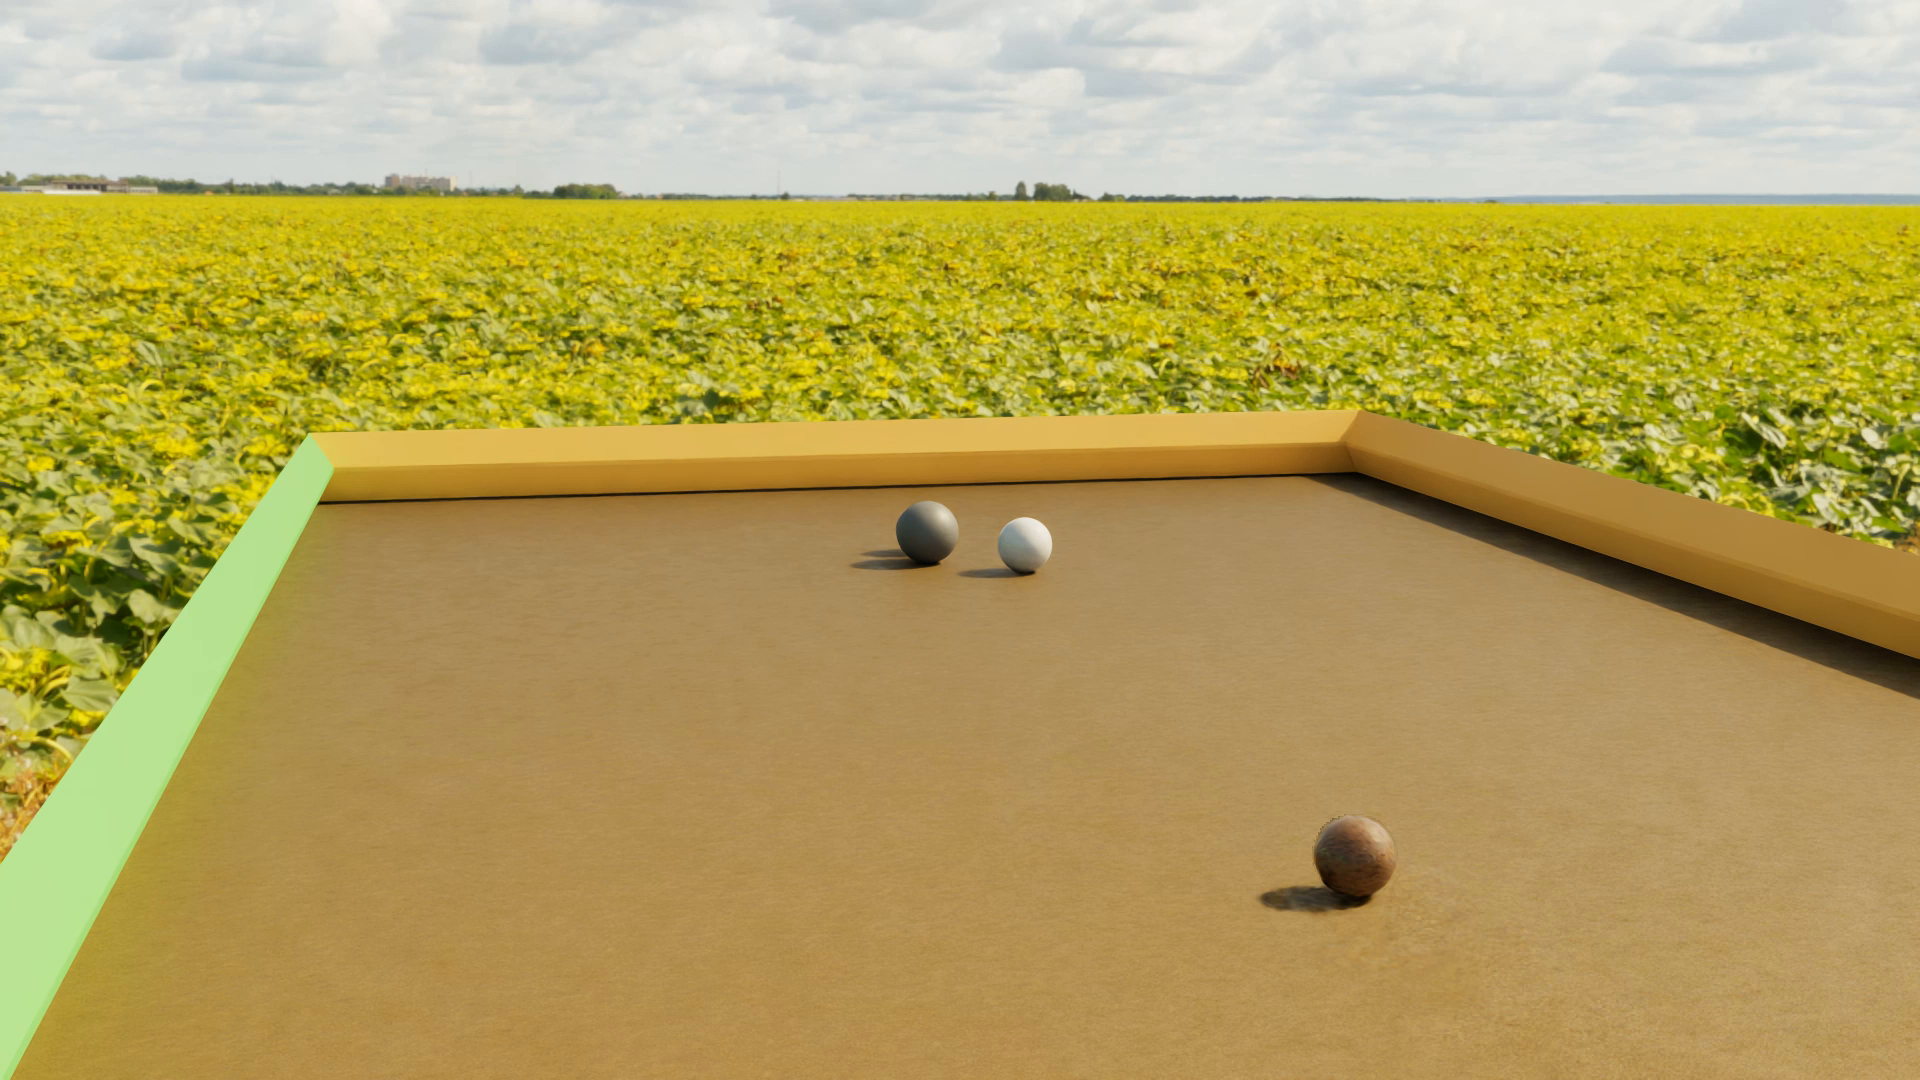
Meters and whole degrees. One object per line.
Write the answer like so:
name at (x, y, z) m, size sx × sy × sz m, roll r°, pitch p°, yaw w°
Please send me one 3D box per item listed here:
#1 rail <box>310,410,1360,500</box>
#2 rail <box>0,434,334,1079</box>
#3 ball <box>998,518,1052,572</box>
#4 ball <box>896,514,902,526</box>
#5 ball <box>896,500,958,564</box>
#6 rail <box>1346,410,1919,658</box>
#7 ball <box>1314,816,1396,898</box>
rail at (-0.187, -0.163, 4.199) m, size 2.035 × 0.125 × 0.045 m, roll -2°, pitch 9°, yaw -12°
rail at (-0.781, 0.157, 2.231) m, size 0.045 × 0.125 × 3.704 m, roll -2°, pitch 9°, yaw -12°
ball at (0.097, 0.008, 3.289) m, size 0.083 × 0.083 × 0.083 m, roll 0°, pitch 9°, yaw 0°
ball at (-0.065, -0.016, 3.466) m, size 0.073 × 0.073 × 0.073 m, roll 0°, pitch 9°, yaw 0°
ball at (-0.050, -0.012, 3.368) m, size 0.096 × 0.096 × 0.096 m, roll 0°, pitch 9°, yaw 0°
rail at (1.164, 0.091, 2.637) m, size 0.045 × 0.125 × 3.704 m, roll -2°, pitch 9°, yaw -12°
ball at (0.323, 0.259, 1.797) m, size 0.066 × 0.066 × 0.066 m, roll 0°, pitch 9°, yaw 0°
